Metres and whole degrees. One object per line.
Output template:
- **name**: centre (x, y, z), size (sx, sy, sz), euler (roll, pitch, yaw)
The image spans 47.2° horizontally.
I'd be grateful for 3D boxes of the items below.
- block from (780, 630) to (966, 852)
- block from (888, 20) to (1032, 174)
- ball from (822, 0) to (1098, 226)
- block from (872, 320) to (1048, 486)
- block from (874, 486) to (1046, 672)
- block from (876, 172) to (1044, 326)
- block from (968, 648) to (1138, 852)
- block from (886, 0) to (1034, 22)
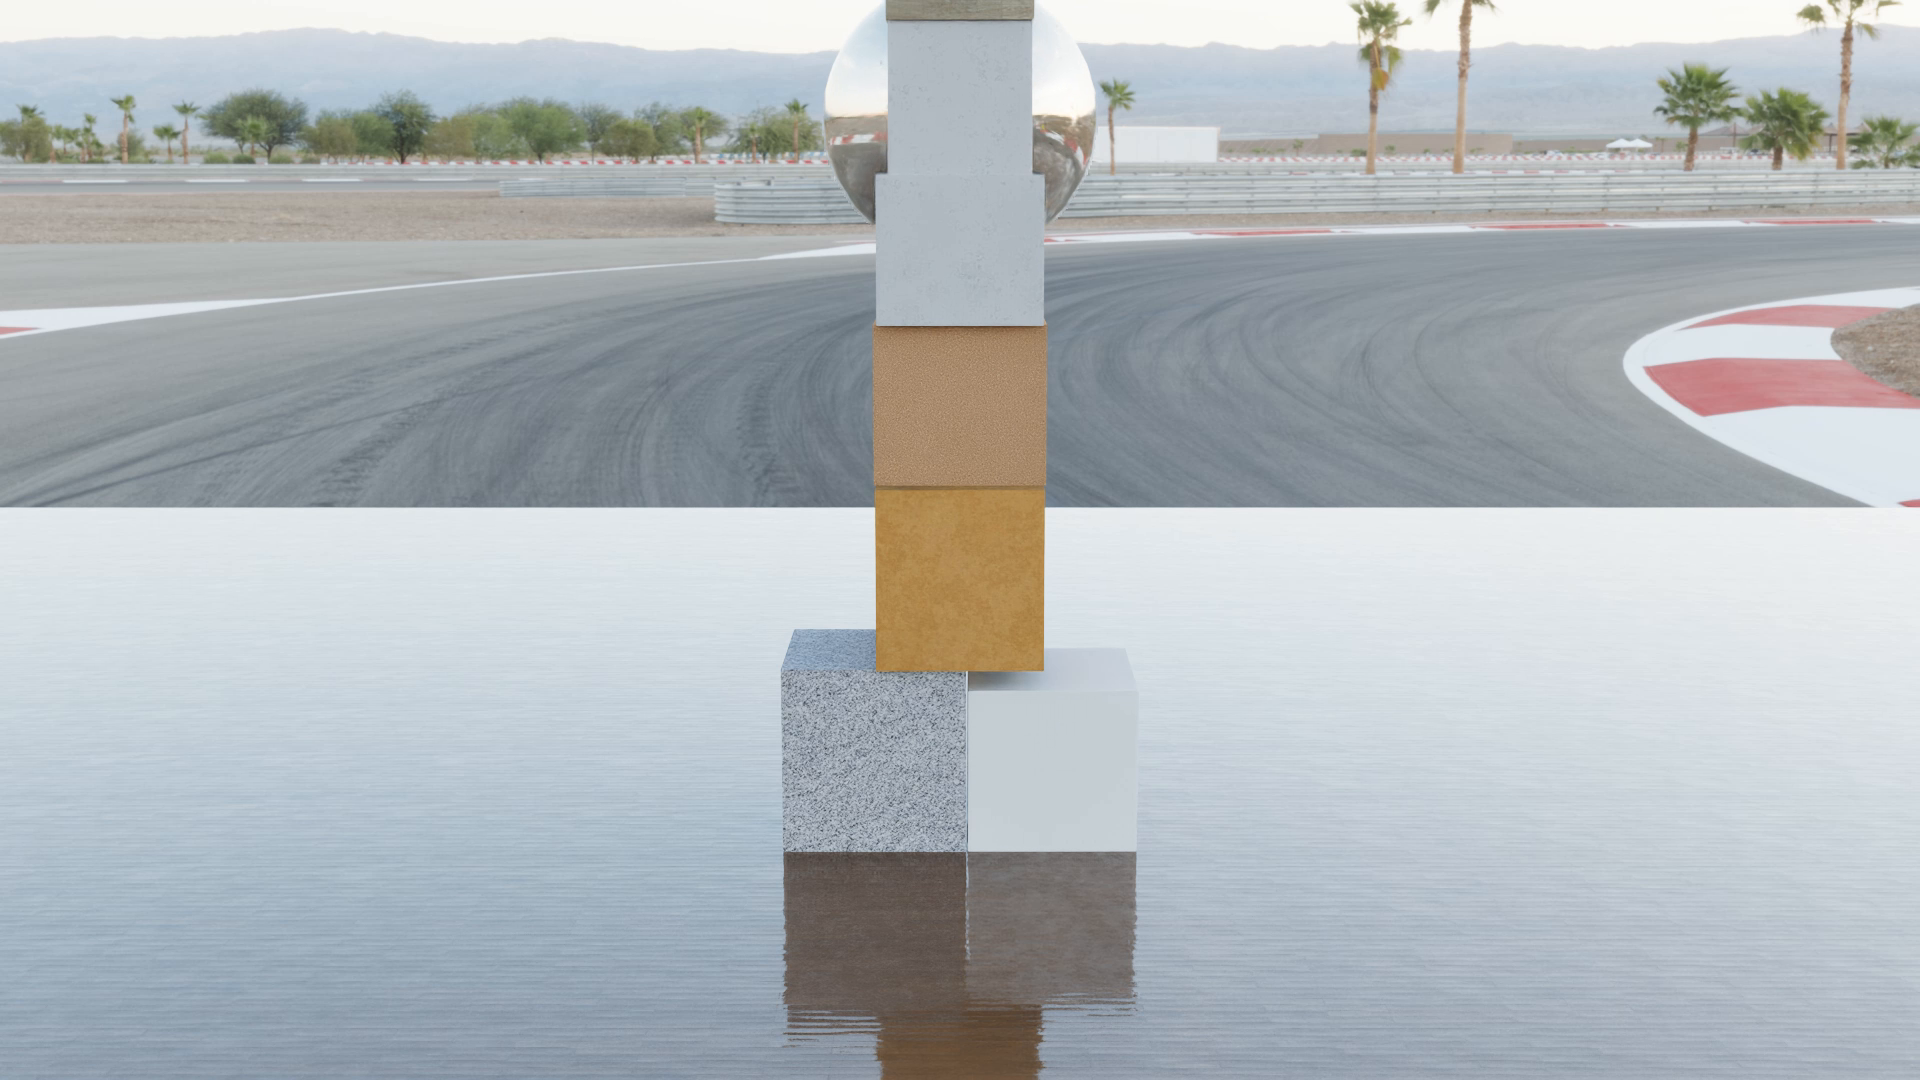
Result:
- **block**: centre (-0.426, 1.017, 11.360), size (0.913, 0.935, 0.915), euler (0, 10, 0)
- **block**: centre (0.000, -2.165, 10.789), size (0.689, 0.719, 0.680), euler (0, 10, 0)
- **ball**: centre (0.000, -2.464, 12.841), size (1.600, 1.600, 1.600), euler (0, 10, 0)
- **block**: centre (0.000, -0.718, 11.069), size (0.845, 0.786, 0.710), euler (0, 10, 0)
- **block**: centre (0.000, 0.116, 11.190), size (0.824, 0.898, 0.967), euler (0, 10, 0)
- **block**: centre (0.000, -1.458, 10.924), size (0.806, 0.721, 0.813), euler (0, 10, 0)
- **block**: centre (0.462, 1.068, 11.381), size (0.843, 0.826, 0.930), euler (0, 10, 0)
- **block**: centre (0.000, -2.856, 10.665), size (0.705, 0.685, 0.735), euler (0, 10, 0)
